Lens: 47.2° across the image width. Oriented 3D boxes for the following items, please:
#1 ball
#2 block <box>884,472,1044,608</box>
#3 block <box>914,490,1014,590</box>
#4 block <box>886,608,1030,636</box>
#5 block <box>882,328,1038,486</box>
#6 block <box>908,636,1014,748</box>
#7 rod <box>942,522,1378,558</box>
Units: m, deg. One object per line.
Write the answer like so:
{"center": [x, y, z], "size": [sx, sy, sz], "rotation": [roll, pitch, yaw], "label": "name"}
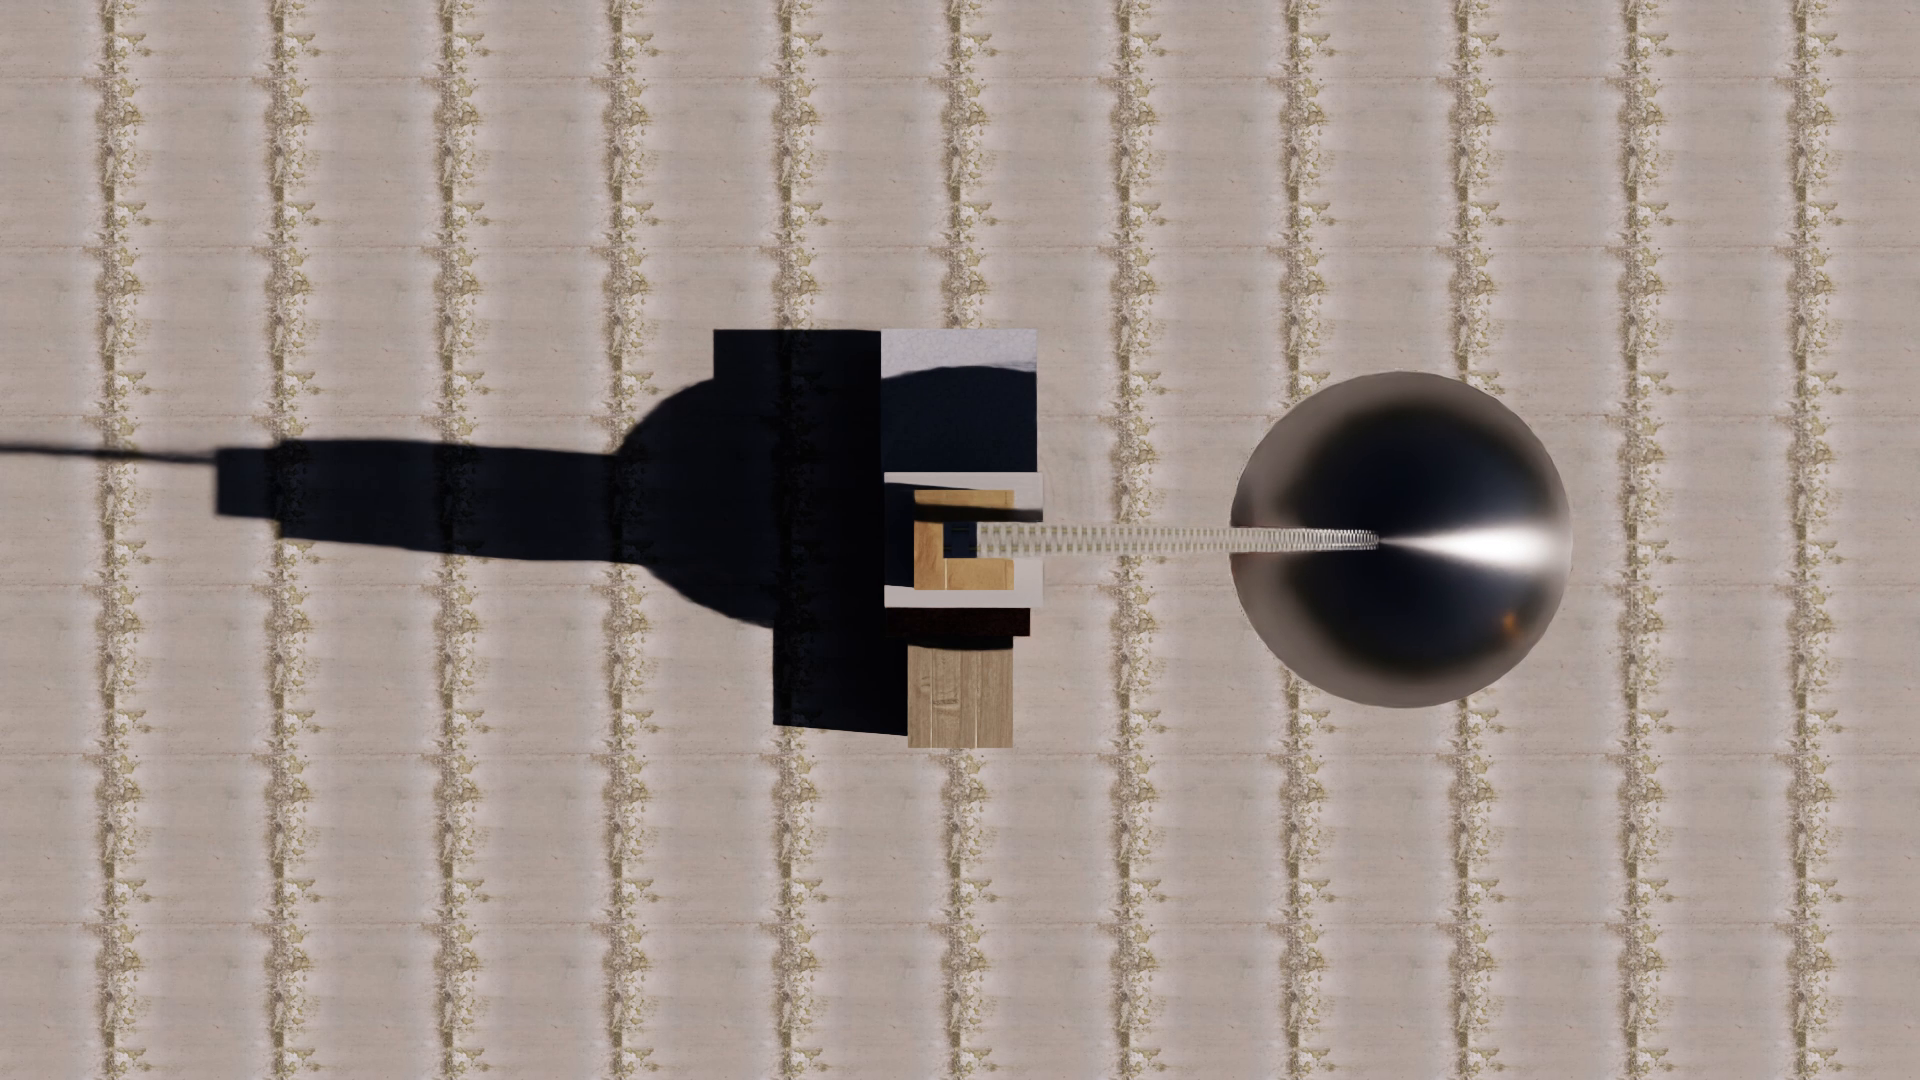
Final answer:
{"center": [2.074, 0.000, 10.410], "size": [1.600, 1.600, 1.600], "rotation": [0, 90, 0], "label": "ball"}
{"center": [0.017, 0.000, 10.085], "size": [0.703, 0.659, 0.600], "rotation": [0, 90, 0], "label": "block"}
{"center": [0.017, 0.000, 9.527], "size": [0.422, 0.456, 0.424], "rotation": [0, 90, 0], "label": "block"}
{"center": [-0.009, 0.122, 12.578], "size": [0.796, 0.845, 0.822], "rotation": [0, 90, 0], "label": "block"}
{"center": [-0.005, -0.730, 12.550], "size": [0.858, 0.901, 0.863], "rotation": [0, 90, 0], "label": "block"}
{"center": [0.002, 0.852, 12.642], "size": [0.588, 0.717, 0.619], "rotation": [0, 90, 0], "label": "block"}
{"center": [0.899, 0.000, 7.219], "size": [0.080, 5.200, 0.080], "rotation": [0, 90, 20], "label": "rod"}
